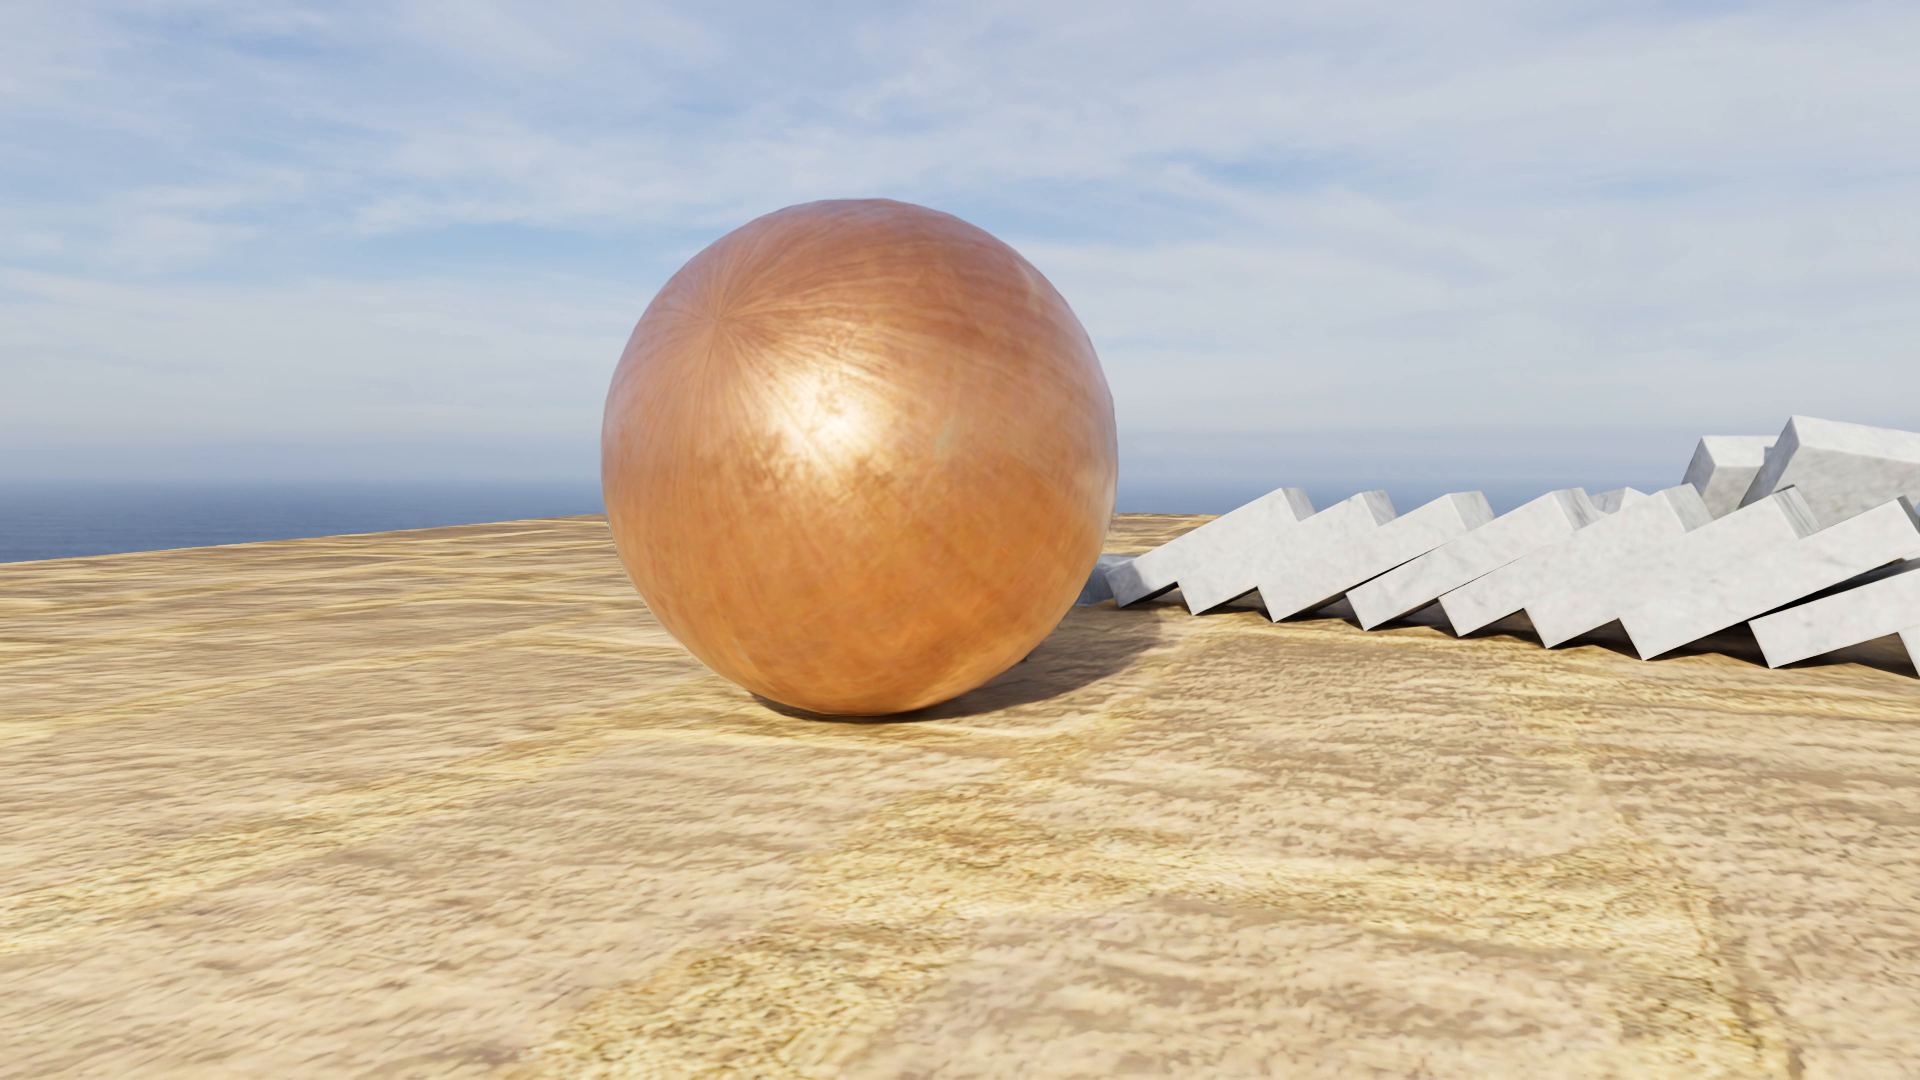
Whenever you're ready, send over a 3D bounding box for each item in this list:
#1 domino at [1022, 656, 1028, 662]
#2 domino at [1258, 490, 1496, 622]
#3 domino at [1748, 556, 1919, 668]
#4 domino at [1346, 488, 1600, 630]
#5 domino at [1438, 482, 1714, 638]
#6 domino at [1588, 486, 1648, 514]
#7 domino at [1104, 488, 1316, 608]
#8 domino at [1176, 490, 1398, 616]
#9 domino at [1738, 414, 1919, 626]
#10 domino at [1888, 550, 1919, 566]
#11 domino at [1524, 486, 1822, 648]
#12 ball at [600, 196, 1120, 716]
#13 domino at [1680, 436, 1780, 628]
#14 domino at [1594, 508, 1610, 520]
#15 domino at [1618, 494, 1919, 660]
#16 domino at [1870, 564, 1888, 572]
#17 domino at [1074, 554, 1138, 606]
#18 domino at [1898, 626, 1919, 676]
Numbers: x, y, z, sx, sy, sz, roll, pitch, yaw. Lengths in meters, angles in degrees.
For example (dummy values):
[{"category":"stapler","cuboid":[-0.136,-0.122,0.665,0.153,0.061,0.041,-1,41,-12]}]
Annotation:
[{"category":"domino","cuboid":[0.001,0.002,0.264,0.025,0.009,0.050,0,48,3]},{"category":"domino","cuboid":[0.098,0.004,0.302,0.050,0.009,0.025,-31,-16,35]},{"category":"domino","cuboid":[0.178,0.010,0.240,0.050,0.009,0.025,-27,-12,34]},{"category":"domino","cuboid":[0.115,0.004,0.288,0.050,0.009,0.025,-33,-17,36]},{"category":"domino","cuboid":[0.131,0.005,0.274,0.025,0.009,0.050,-8,-21,-48]},{"category":"domino","cuboid":[0.183,0.002,0.326,0.050,0.009,0.025,22,-9,-4]},{"category":"domino","cuboid":[0.064,0.002,0.328,0.050,0.009,0.025,-28,-11,25]},{"category":"domino","cuboid":[0.081,0.003,0.318,0.050,0.009,0.025,-29,-11,29]},{"category":"domino","cuboid":[0.177,-0.002,0.267,0.025,0.050,0.009,11,45,11]},{"category":"domino","cuboid":[0.233,0.000,0.323,0.025,0.009,0.050,25,14,-35]},{"category":"domino","cuboid":[0.144,0.006,0.261,0.025,0.010,0.050,-8,-21,-48]},{"category":"ball","cuboid":[-0.015,-0.013,0.202,0.080,0.080,0.080,0,4,0]},{"category":"domino","cuboid":[0.171,-0.001,0.285,0.025,0.050,0.009,0,45,6]},{"category":"domino","cuboid":[0.162,0.005,0.315,0.050,0.009,0.025,19,-8,-17]},{"category":"domino","cuboid":[0.157,0.008,0.248,0.050,0.009,0.025,-34,-18,36]},{"category":"domino","cuboid":[0.216,0.007,0.344,0.025,0.010,0.050,26,-11,-33]},{"category":"domino","cuboid":[0.034,0.011,0.364,0.025,0.010,0.050,2,5,26]},{"category":"domino","cuboid":[0.197,0.011,0.227,0.050,0.009,0.025,-26,-12,36]}]
